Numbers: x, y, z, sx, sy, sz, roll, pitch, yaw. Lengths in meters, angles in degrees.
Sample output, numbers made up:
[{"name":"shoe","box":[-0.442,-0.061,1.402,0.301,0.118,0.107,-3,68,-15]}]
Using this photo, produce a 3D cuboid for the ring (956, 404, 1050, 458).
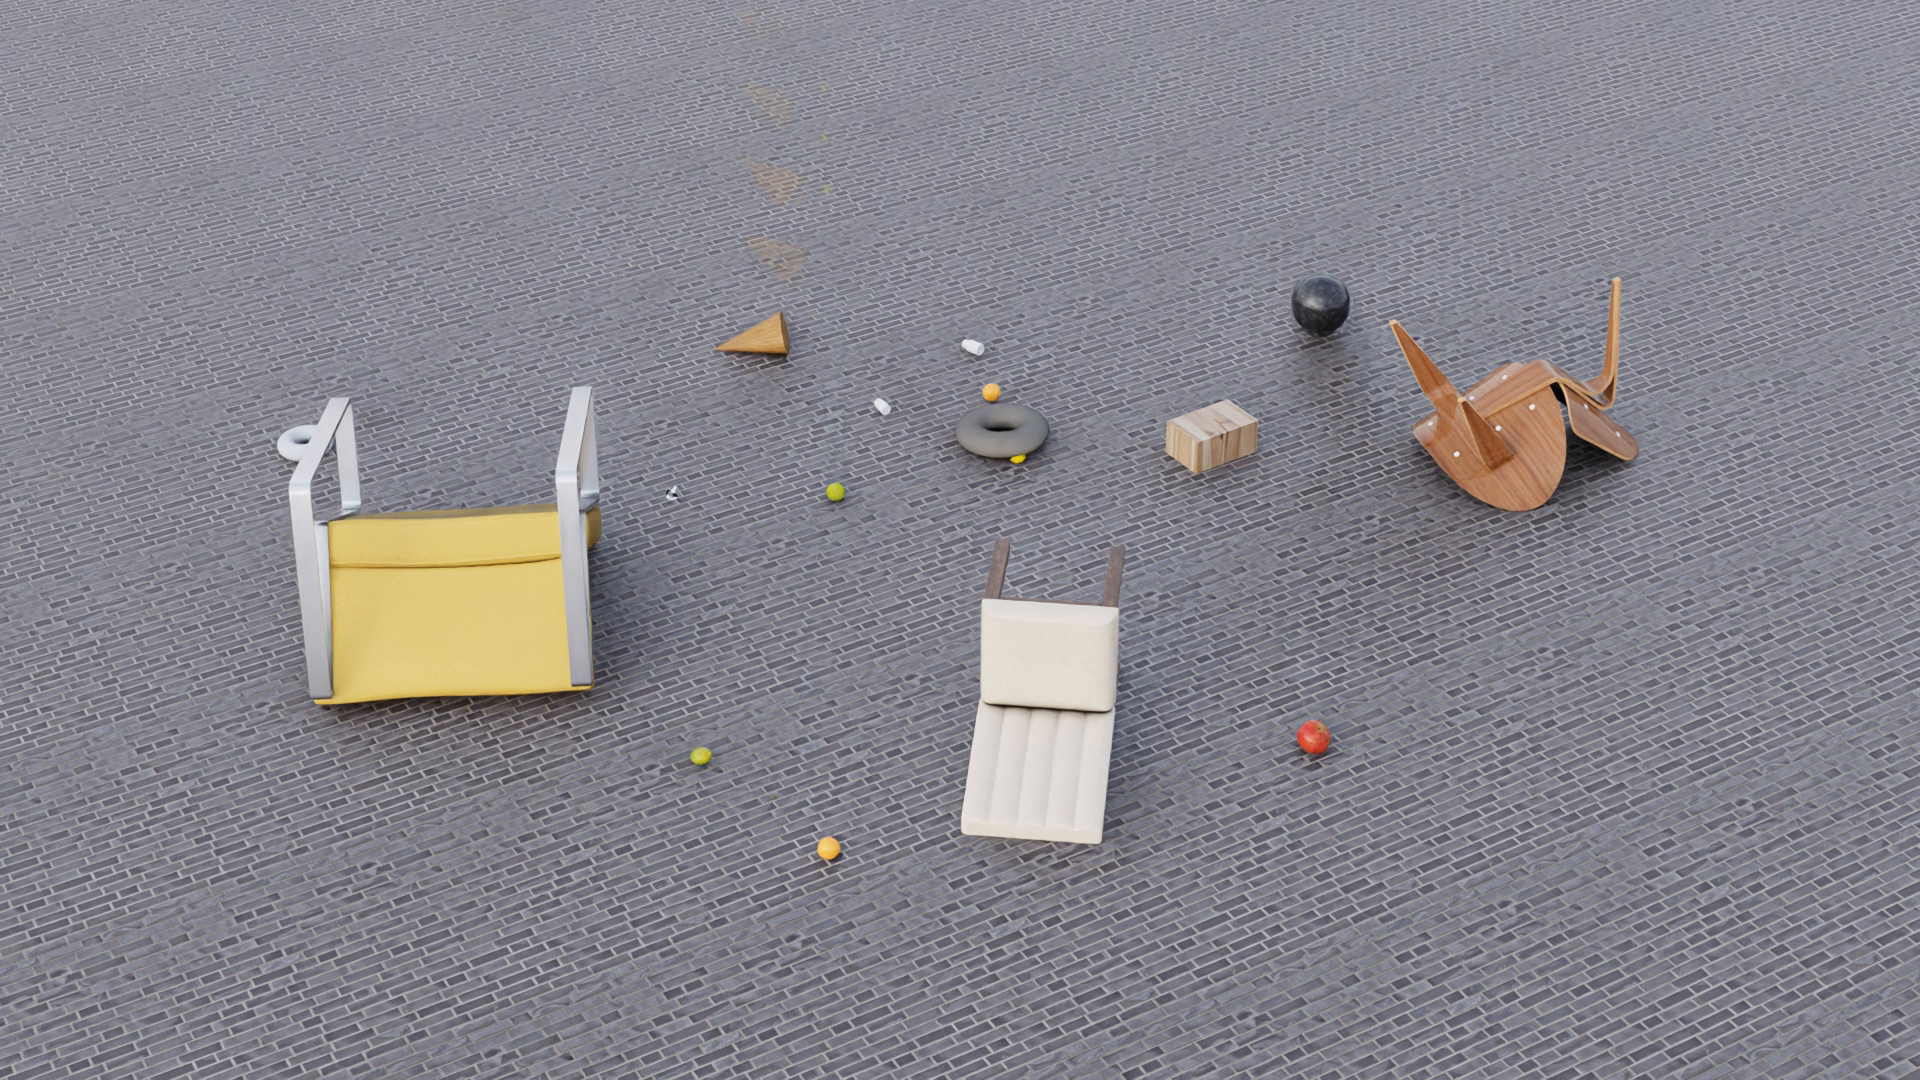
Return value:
[{"name":"ring","box":[0.166,-0.431,11.497,0.381,0.097,0.343,12,36,27]}]

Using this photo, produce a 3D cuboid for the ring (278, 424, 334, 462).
[{"name":"ring","box":[-2.558,-0.379,11.461,0.217,0.066,0.217,14,37,22]}]

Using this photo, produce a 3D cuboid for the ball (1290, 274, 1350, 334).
[{"name":"ball","box":[1.503,-0.983,12.211,0.248,0.248,0.248,0,33,0]}]

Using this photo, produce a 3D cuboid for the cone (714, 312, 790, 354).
[{"name":"cone","box":[-0.872,-0.821,12.124,0.308,0.142,0.214,-12,50,6]}]

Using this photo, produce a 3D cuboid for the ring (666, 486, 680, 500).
[{"name":"ring","box":[-1.095,-0.179,11.170,0.049,0.055,0.039,35,31,20]}]

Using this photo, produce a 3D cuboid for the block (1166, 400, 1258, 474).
[{"name":"block","box":[0.982,-0.404,11.430,0.298,0.141,0.195,-20,38,-28]}]
